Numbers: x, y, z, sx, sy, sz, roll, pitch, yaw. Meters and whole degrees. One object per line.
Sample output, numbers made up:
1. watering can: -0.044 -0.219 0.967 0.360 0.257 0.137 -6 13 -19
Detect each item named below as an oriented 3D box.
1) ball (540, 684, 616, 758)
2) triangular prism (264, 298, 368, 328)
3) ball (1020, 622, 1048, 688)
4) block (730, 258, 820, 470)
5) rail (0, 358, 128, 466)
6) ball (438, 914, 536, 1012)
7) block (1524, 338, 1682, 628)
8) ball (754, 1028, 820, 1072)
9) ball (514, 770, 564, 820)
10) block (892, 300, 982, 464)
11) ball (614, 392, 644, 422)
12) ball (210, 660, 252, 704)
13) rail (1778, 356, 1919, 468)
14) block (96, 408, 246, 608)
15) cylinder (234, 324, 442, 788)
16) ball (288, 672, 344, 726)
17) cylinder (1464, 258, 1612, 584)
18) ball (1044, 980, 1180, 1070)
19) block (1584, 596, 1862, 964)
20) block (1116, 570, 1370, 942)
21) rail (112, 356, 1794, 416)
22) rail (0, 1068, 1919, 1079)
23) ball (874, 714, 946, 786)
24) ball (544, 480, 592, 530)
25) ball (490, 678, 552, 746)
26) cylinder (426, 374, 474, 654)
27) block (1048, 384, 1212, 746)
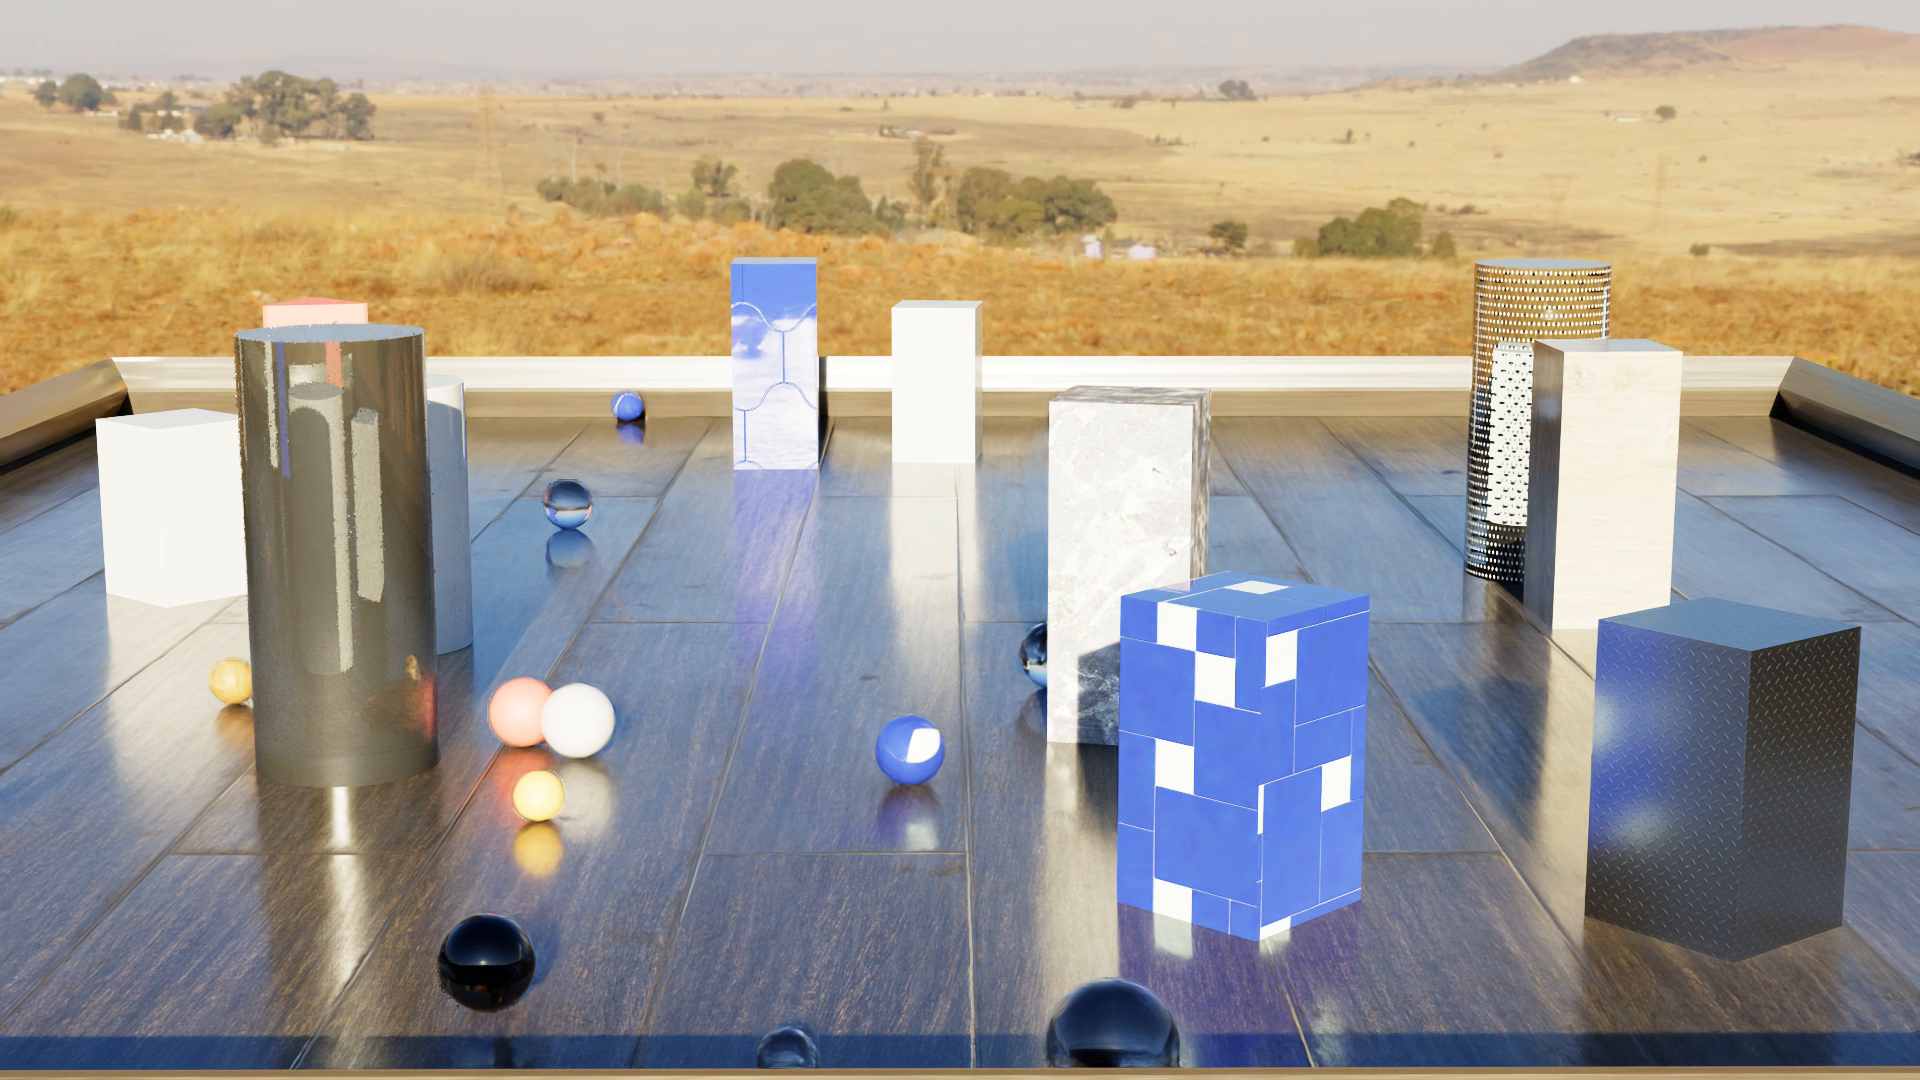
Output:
1. ball: -0.405 0.191 2.719 0.079 0.079 0.079 0 11 0
2. triangular prism: -1.087 -0.240 4.351 0.165 0.331 0.143 -3 11 -15
3. ball: 0.110 0.135 3.021 0.079 0.079 0.079 0 11 0
4. block: -0.337 -0.325 4.695 0.152 0.371 0.152 0 11 -2
5. rail: -1.723 0.034 3.440 0.045 0.124 3.833 0 11 0
6. ball: -0.368 0.328 1.995 0.075 0.075 0.075 0 11 0
7. block: 0.845 -0.077 3.386 0.152 0.362 0.152 0 11 -2
8. ball: -0.124 0.373 1.837 0.046 0.046 0.046 0 11 0
9. ball: -0.409 0.249 2.495 0.049 0.049 0.049 0 11 0
10. block: -0.041 -0.296 4.775 0.152 0.285 0.152 1 11 6
11. ball: -0.682 -0.275 5.273 0.061 0.061 0.061 0 11 0
12. ball: -0.833 0.163 2.945 0.052 0.052 0.052 0 11 0
13. rail: 1.723 0.030 3.459 0.045 0.124 3.833 0 11 0
14. block: -1.080 -0.048 3.554 0.152 0.244 0.152 9 14 41
15. cylinder: -0.644 0.011 2.663 0.190 0.454 0.190 0 11 0
16. ball: -0.716 0.177 2.851 0.059 0.059 0.059 0 11 0
17. cylinder: 0.826 -0.173 3.676 0.190 0.445 0.190 0 11 0
18. ball: 0.107 0.355 1.795 0.095 0.095 0.095 0 11 0
19. block: 0.647 0.198 2.182 0.152 0.262 0.152 -8 13 -37
20. block: 0.246 0.182 2.234 0.152 0.275 0.152 10 14 43
21. rail: -0.011 -0.315 5.310 3.494 0.124 0.045 0 11 0
22. rail: 0.011 0.378 1.589 3.494 0.124 0.045 0 11 0
23. ball: -0.051 0.214 2.618 0.072 0.072 0.072 0 11 0
24. ball: -0.619 -0.056 4.052 0.077 0.077 0.077 0 11 0
25. ball: -0.469 0.185 2.764 0.075 0.075 0.075 0 11 0
26. cylinder: -0.715 -0.033 3.232 0.190 0.333 0.190 0 11 0
27. block: 0.186 0.026 2.811 0.152 0.372 0.152 2 11 13
